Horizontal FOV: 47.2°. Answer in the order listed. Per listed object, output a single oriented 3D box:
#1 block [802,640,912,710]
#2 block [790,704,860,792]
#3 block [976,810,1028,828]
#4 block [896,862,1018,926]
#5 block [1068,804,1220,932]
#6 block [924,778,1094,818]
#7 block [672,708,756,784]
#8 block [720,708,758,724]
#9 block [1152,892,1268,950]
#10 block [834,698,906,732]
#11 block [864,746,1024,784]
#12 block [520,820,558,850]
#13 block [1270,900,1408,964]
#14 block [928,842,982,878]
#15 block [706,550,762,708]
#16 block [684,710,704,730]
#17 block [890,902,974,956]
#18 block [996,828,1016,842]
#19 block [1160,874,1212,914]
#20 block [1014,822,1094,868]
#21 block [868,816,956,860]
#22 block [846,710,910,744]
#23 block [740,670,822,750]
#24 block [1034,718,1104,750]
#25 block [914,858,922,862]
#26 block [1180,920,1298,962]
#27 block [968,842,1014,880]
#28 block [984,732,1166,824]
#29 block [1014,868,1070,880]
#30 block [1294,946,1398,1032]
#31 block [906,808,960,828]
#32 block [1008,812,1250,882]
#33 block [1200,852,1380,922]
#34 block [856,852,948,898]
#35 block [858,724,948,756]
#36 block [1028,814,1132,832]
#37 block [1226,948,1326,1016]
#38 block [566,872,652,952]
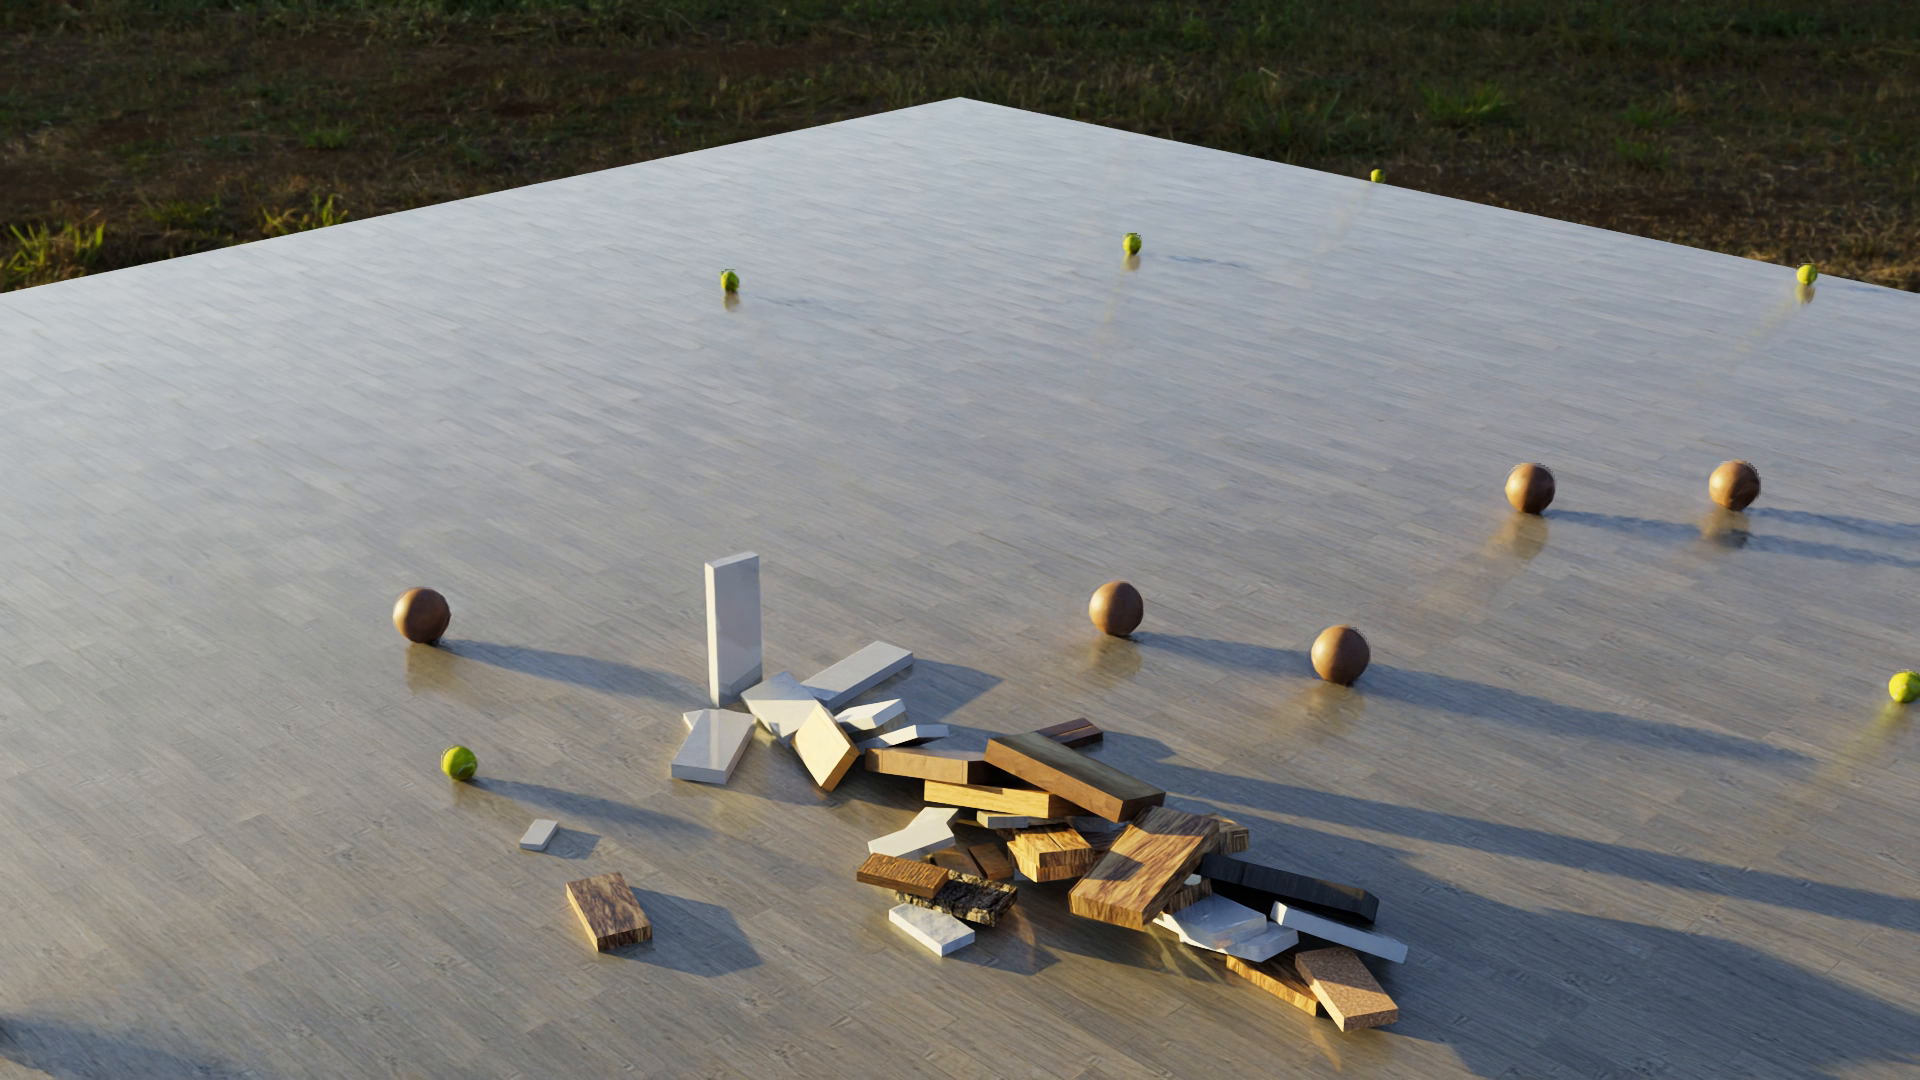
[{"bbox_3d":[-0.242,0.308,4.997,0.103,0.029,0.308,16,28,33],"label":"block"},{"bbox_3d":[-0.284,0.434,4.612,0.029,0.103,0.206,34,5,-31],"label":"block"},{"bbox_3d":[0.082,0.542,4.280,0.078,0.022,0.156,0,-2,-7],"label":"block"},{"bbox_3d":[-0.007,0.661,4.112,0.203,0.029,0.102,11,24,23],"label":"block"},{"bbox_3d":[0.342,0.600,4.056,0.152,0.043,0.303,9,32,32],"label":"block"},{"bbox_3d":[0.102,0.505,4.357,0.320,0.045,0.160,2,0,42],"label":"block"},{"bbox_3d":[-0.521,0.437,4.670,0.117,0.033,0.233,6,27,10],"label":"block"},{"bbox_3d":[-0.495,0.394,4.816,0.094,0.013,0.047,11,25,24],"label":"block"},{"bbox_3d":[0.448,0.687,4.004,0.113,0.032,0.227,-14,11,-24],"label":"block"},{"bbox_3d":[-0.208,0.377,4.664,0.091,0.026,0.183,-28,9,-41],"label":"block"},{"bbox_3d":[-0.031,0.455,4.460,0.160,0.045,0.320,2,-1,-41],"label":"block"},{"bbox_3d":[-0.835,0.585,4.365,0.047,0.013,0.094,4,23,10],"label":"block"},{"bbox_3d":[0.676,0.700,3.928,0.227,0.032,0.113,18,-4,-1],"label":"block"},{"bbox_3d":[-0.009,0.632,4.246,0.072,0.020,0.143,-6,24,-14],"label":"block"},{"bbox_3d":[-0.498,0.198,4.859,0.117,0.340,0.033,-16,29,-34],"label":"block"},{"bbox_3d":[-0.568,0.400,4.801,0.047,0.013,0.094,-9,25,-20],"label":"block"},{"bbox_3d":[-0.052,0.711,4.057,0.078,0.022,0.156,-17,29,-35],"label":"block"},{"bbox_3d":[0.128,0.588,4.355,0.054,0.015,0.107,-18,29,-36],"label":"block"},{"bbox_3d":[0.349,0.648,4.116,0.113,0.032,0.227,-18,14,-39],"label":"block"},{"bbox_3d":[0.176,0.574,4.142,0.102,0.029,0.203,-4,7,-11],"label":"block"},{"bbox_3d":[-0.093,0.588,4.261,0.154,0.022,0.077,-18,28,-12],"label":"block"},{"bbox_3d":[-0.206,0.404,4.669,0.183,0.026,0.091,-18,8,34],"label":"block"},{"bbox_3d":[-0.380,0.369,4.810,0.117,0.033,0.233,-27,31,-18],"label":"block"},{"bbox_3d":[0.222,0.425,4.732,0.154,0.022,0.077,-13,26,-27],"label":"block"},{"bbox_3d":[-0.104,0.638,4.231,0.072,0.020,0.143,-9,25,-21],"label":"block"},{"bbox_3d":[0.502,0.714,3.976,0.100,0.028,0.201,-17,13,-37],"label":"block"},{"bbox_3d":[0.059,0.624,4.270,0.054,0.015,0.107,-8,24,-19],"label":"block"},{"bbox_3d":[0.222,0.459,4.272,0.320,0.045,0.160,22,13,33],"label":"block"},{"bbox_3d":[0.158,0.636,4.243,0.107,0.015,0.054,0,23,0],"label":"block"},{"bbox_3d":[0.670,0.777,3.821,0.100,0.028,0.201,-6,24,-14],"label":"block"},{"bbox_3d":[-0.061,0.570,4.364,0.072,0.020,0.143,0,17,22],"label":"block"},{"bbox_3d":[0.325,0.590,4.239,0.440,0.043,0.152,-5,7,-18],"label":"block"},{"bbox_3d":[0.612,0.645,4.082,0.303,0.043,0.152,11,-11,23],"label":"block"},{"bbox_3d":[-0.107,0.628,4.121,0.154,0.022,0.077,10,24,20],"label":"block"},{"bbox_3d":[-0.119,0.418,4.594,0.091,0.026,0.183,3,-18,-44],"label":"block"},{"bbox_3d":[0.225,0.547,4.354,0.203,0.029,0.102,0,7,30],"label":"block"},{"bbox_3d":[0.584,0.771,3.907,0.100,0.028,0.201,-20,30,-39],"label":"block"},{"bbox_3d":[-0.655,0.690,4.097,0.103,0.029,0.206,-10,25,-23],"label":"block"}]
